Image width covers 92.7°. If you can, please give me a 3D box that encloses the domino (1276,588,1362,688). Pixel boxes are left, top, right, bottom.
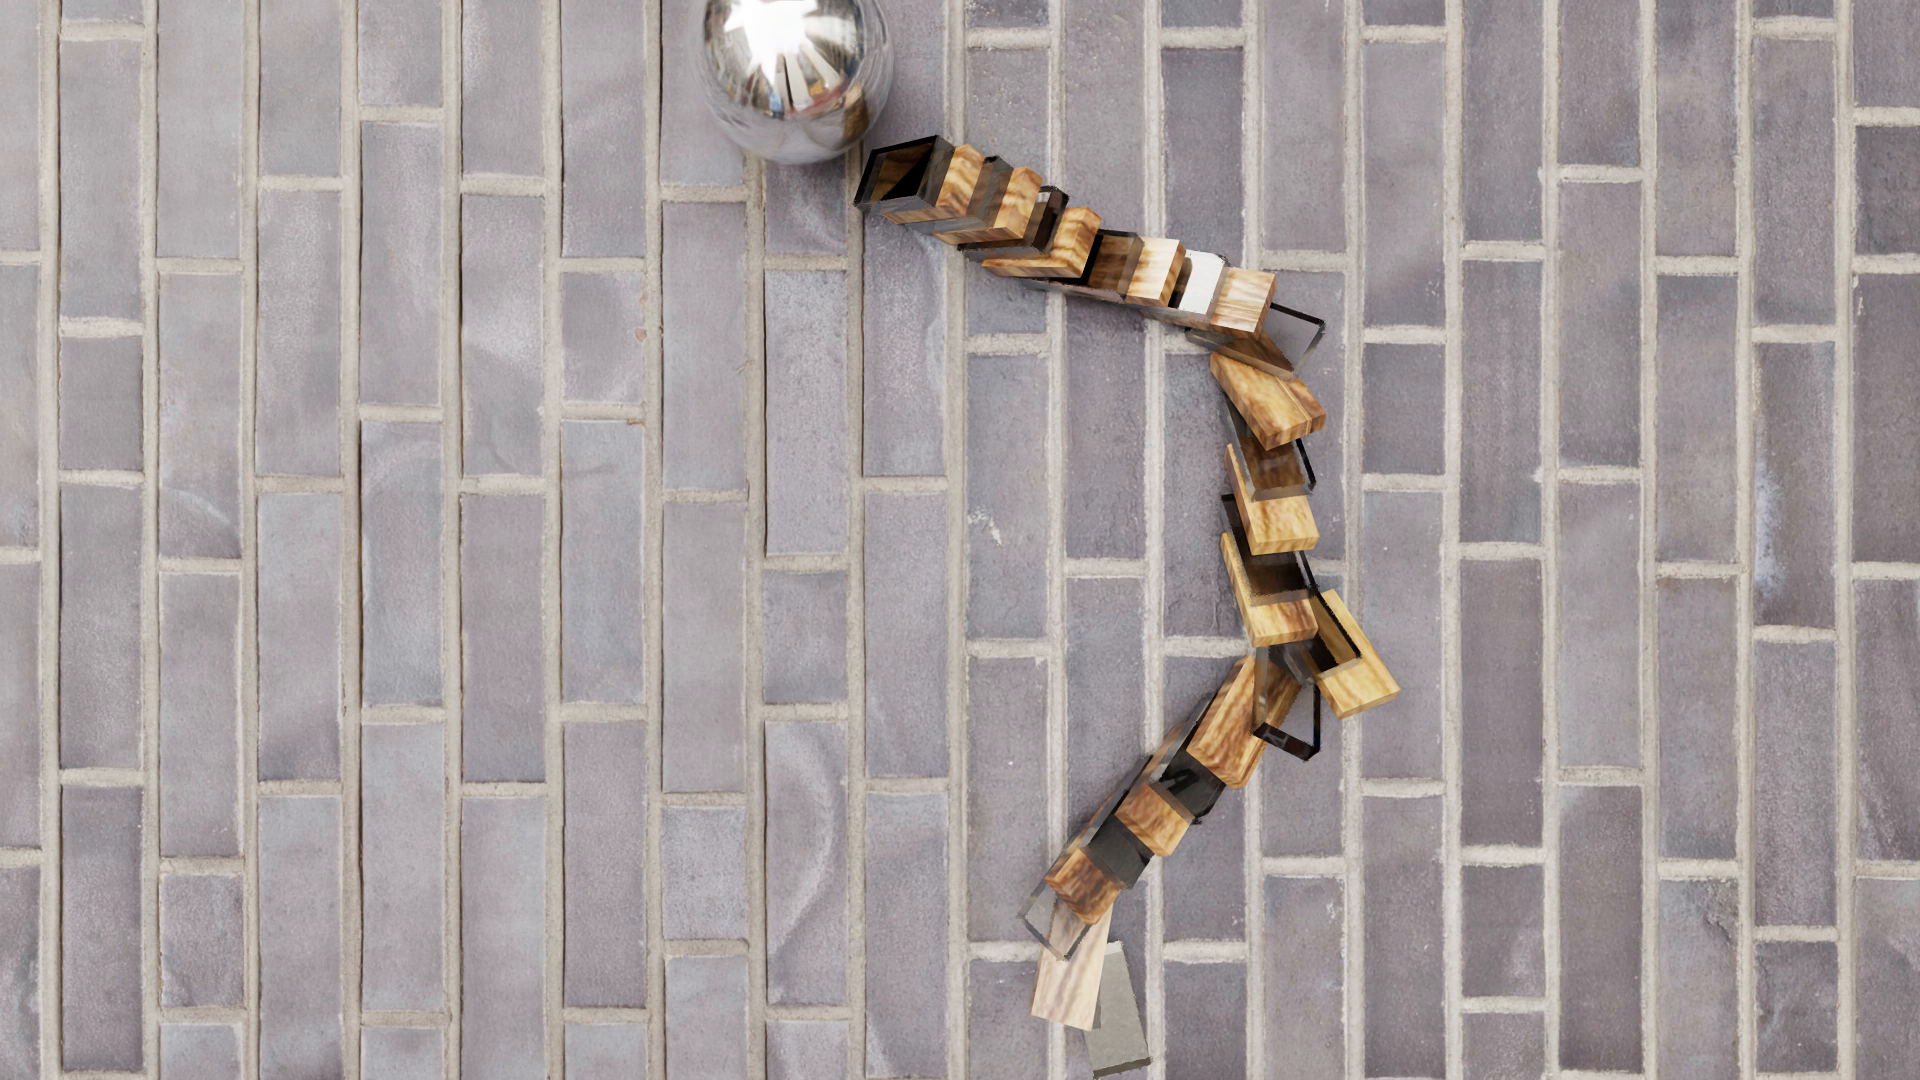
[{"bbox_3d":[0.141,0.034,0.382,0.025,0.009,0.050,-23,57,-2],"label":"domino"}]

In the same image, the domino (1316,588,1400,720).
[{"bbox_3d":[0.157,0.047,0.382,0.025,0.010,0.050,-21,57,-2],"label":"domino"}]

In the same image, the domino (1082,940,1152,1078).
[{"bbox_3d":[0.064,0.202,0.395,0.025,0.009,0.050,-14,90,0],"label":"domino"}]

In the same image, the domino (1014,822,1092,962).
[{"bbox_3d":[0.048,0.146,0.384,0.025,0.010,0.050,45,61,0],"label":"domino"}]

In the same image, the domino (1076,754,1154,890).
[{"bbox_3d":[0.074,0.117,0.383,0.025,0.010,0.050,45,60,0],"label":"domino"}]

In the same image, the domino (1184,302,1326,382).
[{"bbox_3d":[0.123,-0.087,0.383,0.050,0.009,0.025,31,87,29],"label":"domino"}]

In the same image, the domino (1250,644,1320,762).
[{"bbox_3d":[0.135,0.064,0.378,0.025,0.050,0.009,27,134,-3],"label":"domino"}]

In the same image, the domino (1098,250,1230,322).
[{"bbox_3d":[0.084,-0.109,0.384,0.050,0.010,0.025,20,90,28],"label":"domino"}]

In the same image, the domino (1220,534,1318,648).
[{"bbox_3d":[0.128,0.019,0.382,0.025,0.009,0.050,-9,57,2],"label":"domino"}]

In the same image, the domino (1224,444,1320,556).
[{"bbox_3d":[0.129,-0.019,0.382,0.025,0.009,0.050,-6,57,1],"label":"domino"}]

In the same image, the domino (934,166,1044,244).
[{"bbox_3d":[0.010,-0.137,0.378,0.010,0.050,0.025,19,90,-39],"label":"domino"}]

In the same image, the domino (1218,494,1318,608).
[{"bbox_3d":[0.127,0.002,0.381,0.025,0.010,0.050,-9,57,2],"label":"domino"}]

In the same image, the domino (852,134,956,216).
[{"bbox_3d":[-0.024,-0.149,0.378,0.009,0.050,0.025,20,90,-39],"label":"domino"}]

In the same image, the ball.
[{"bbox_3d":[-0.066,-0.190,0.360,0.080,0.080,0.080,0,90,0],"label":"ball"}]

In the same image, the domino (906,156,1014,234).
[{"bbox_3d":[-0.001,-0.141,0.378,0.010,0.050,0.025,19,90,-39],"label":"domino"}]

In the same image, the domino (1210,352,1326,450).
[{"bbox_3d":[0.127,-0.062,0.382,0.025,0.010,0.050,-21,55,0],"label":"domino"}]

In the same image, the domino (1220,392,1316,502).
[{"bbox_3d":[0.128,-0.041,0.384,0.025,0.010,0.050,-8,61,0],"label":"domino"}]

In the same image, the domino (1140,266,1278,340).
[{"bbox_3d":[0.104,-0.102,0.384,0.050,0.010,0.025,20,89,28],"label":"domino"}]

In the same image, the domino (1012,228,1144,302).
[{"bbox_3d":[0.049,-0.117,0.382,0.050,0.010,0.025,19,90,34],"label":"domino"}]

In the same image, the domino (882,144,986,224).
[{"bbox_3d":[-0.012,-0.146,0.378,0.009,0.050,0.025,19,90,-39],"label":"domino"}]

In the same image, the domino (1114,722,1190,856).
[{"bbox_3d":[0.089,0.104,0.384,0.025,0.010,0.050,44,61,0],"label":"domino"}]

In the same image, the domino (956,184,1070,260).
[{"bbox_3d":[0.021,-0.130,0.378,0.009,0.050,0.025,19,90,-39],"label":"domino"}]

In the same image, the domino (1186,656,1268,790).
[{"bbox_3d":[0.118,0.076,0.384,0.025,0.010,0.050,40,61,0],"label":"domino"}]

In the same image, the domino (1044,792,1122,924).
[{"bbox_3d":[0.061,0.132,0.383,0.025,0.010,0.050,47,61,2],"label":"domino"}]

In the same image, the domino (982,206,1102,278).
[{"bbox_3d":[0.033,-0.123,0.378,0.009,0.050,0.025,19,90,-43],"label":"domino"}]

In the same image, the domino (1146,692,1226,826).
[{"bbox_3d":[0.102,0.091,0.383,0.025,0.010,0.050,44,61,0],"label":"domino"}]

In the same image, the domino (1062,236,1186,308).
[{"bbox_3d":[0.066,-0.114,0.382,0.050,0.009,0.025,19,90,34],"label":"domino"}]

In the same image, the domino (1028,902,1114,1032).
[{"bbox_3d":[0.047,0.175,0.385,0.025,0.010,0.050,15,66,2],"label":"domino"}]
